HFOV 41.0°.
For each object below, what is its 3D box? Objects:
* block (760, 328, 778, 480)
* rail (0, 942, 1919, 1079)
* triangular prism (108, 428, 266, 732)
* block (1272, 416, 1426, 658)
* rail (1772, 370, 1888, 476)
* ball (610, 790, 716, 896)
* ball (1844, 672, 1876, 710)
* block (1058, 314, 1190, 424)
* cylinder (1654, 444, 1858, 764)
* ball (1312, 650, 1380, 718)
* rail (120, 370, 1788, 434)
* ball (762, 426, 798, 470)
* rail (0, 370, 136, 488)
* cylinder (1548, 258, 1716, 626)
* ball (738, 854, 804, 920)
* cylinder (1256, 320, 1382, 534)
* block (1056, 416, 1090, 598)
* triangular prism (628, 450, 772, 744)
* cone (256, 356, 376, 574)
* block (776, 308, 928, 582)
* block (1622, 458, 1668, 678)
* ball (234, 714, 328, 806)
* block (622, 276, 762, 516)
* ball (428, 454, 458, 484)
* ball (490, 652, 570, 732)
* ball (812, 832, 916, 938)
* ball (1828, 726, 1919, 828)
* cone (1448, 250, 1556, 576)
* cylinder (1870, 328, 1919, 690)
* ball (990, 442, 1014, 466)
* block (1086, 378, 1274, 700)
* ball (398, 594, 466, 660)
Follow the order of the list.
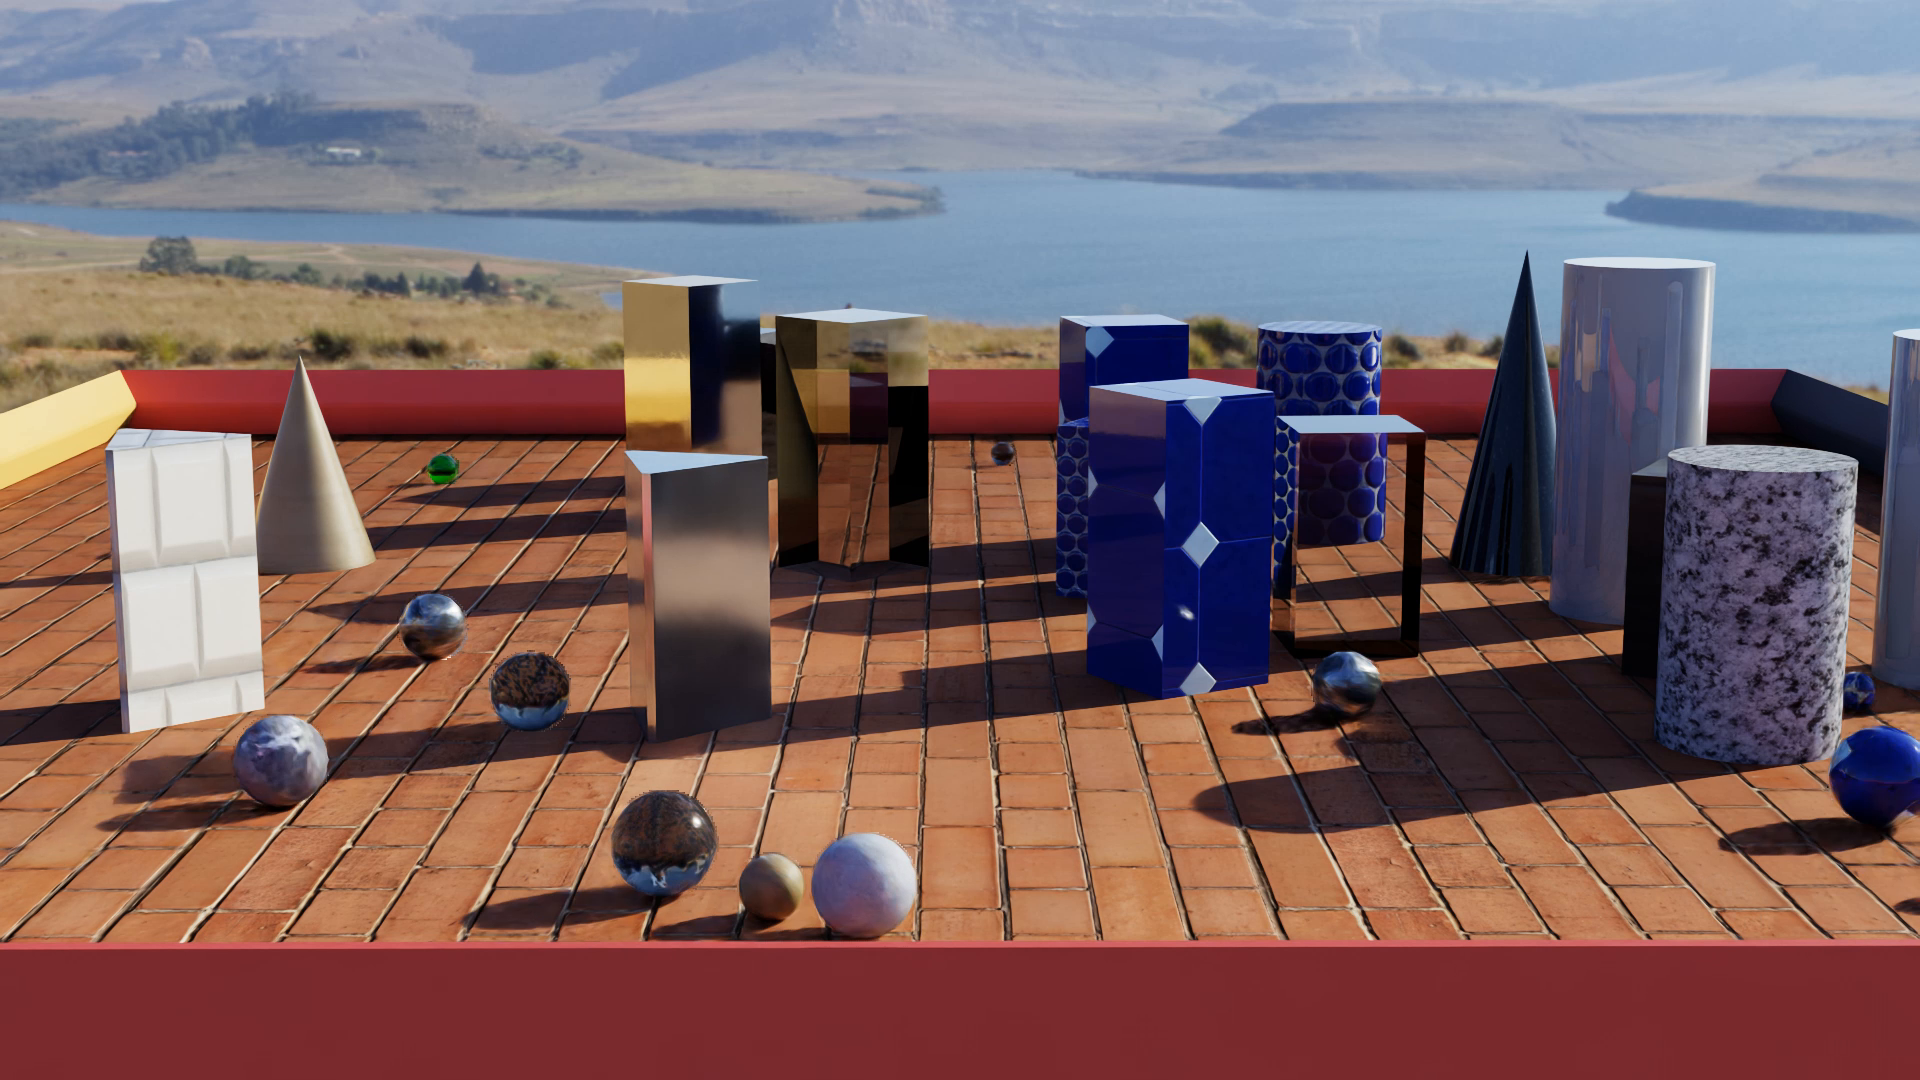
[{"bbox_3d":[-0.411,-0.239,4.544,0.156,0.263,0.156,5,12,26],"label":"block"},{"bbox_3d":[0.010,0.337,1.809,3.320,0.126,0.045,0,11,0],"label":"rail"},{"bbox_3d":[-0.908,0.038,2.910,0.169,0.315,0.146,-10,14,-42],"label":"triangular prism"},{"bbox_3d":[0.488,-0.007,3.239,0.156,0.282,0.156,-1,11,-3],"label":"block"},{"bbox_3d":[1.636,0.031,3.458,0.045,0.126,3.384,0,11,0],"label":"rail"},{"bbox_3d":[-0.262,0.269,2.272,0.093,0.093,0.093,0,11,0],"label":"ball"},{"bbox_3d":[1.021,0.172,2.925,0.045,0.045,0.045,0,11,0],"label":"ball"},{"bbox_3d":[0.242,-0.153,3.836,0.156,0.352,0.156,-2,11,-12],"label":"block"},{"bbox_3d":[0.857,0.066,2.768,0.195,0.312,0.195,0,11,0],"label":"cylinder"},{"bbox_3d":[0.435,0.163,2.890,0.076,0.076,0.076,0,11,0],"label":"ball"},{"bbox_3d":[-0.010,-0.272,5.089,3.320,0.126,0.045,0,11,0],"label":"rail"},{"bbox_3d":[-0.334,-0.167,4.653,0.081,0.081,0.081,0,11,0],"label":"ball"},{"bbox_3d":[-1.636,0.034,3.440,0.045,0.126,3.384,0,11,0],"label":"rail"},{"bbox_3d":[0.895,-0.135,3.424,0.195,0.468,0.195,0,11,0],"label":"cylinder"},{"bbox_3d":[-0.162,0.299,2.209,0.057,0.057,0.057,0,11,0],"label":"ball"},{"bbox_3d":[0.565,-0.177,4.055,0.195,0.320,0.195,0,11,0],"label":"cylinder"},{"bbox_3d":[0.238,-0.046,3.572,0.156,0.238,0.156,5,12,27],"label":"block"},{"bbox_3d":[-0.324,0.055,2.868,0.169,0.297,0.146,-10,14,-43],"label":"triangular prism"},{"bbox_3d":[-0.966,-0.121,3.779,0.195,0.309,0.195,0,11,0],"label":"cone"},{"bbox_3d":[-0.156,-0.141,3.725,0.156,0.370,0.156,10,15,44],"label":"block"},{"bbox_3d":[0.905,0.037,3.107,0.156,0.245,0.156,6,12,28],"label":"block"},{"bbox_3d":[-0.674,0.219,2.546,0.091,0.091,0.091,0,11,0],"label":"ball"},{"bbox_3d":[-0.433,-0.230,4.169,0.156,0.382,0.156,9,14,41],"label":"block"},{"bbox_3d":[-0.908,-0.124,4.502,0.053,0.053,0.053,0,11,0],"label":"ball"},{"bbox_3d":[-0.475,0.168,2.834,0.087,0.087,0.087,0,11,0],"label":"ball"},{"bbox_3d":[-0.081,0.291,2.163,0.089,0.089,0.089,0,11,0],"label":"ball"},{"bbox_3d":[0.890,0.229,2.478,0.097,0.097,0.097,0,11,0],"label":"ball"},{"bbox_3d":[0.819,-0.194,3.748,0.195,0.464,0.195,0,11,0],"label":"cone"},{"bbox_3d":[1.199,-0.037,3.049,0.195,0.411,0.195,0,11,0],"label":"cylinder"},{"bbox_3d":[0.078,-0.158,4.710,0.043,0.043,0.043,0,11,0],"label":"ball"},{"bbox_3d":[0.261,-0.006,3.051,0.156,0.349,0.156,-6,12,-31],"label":"block"},{"bbox_3d":[-0.653,0.107,3.177,0.082,0.082,0.082,0,11,0],"label":"ball"}]
